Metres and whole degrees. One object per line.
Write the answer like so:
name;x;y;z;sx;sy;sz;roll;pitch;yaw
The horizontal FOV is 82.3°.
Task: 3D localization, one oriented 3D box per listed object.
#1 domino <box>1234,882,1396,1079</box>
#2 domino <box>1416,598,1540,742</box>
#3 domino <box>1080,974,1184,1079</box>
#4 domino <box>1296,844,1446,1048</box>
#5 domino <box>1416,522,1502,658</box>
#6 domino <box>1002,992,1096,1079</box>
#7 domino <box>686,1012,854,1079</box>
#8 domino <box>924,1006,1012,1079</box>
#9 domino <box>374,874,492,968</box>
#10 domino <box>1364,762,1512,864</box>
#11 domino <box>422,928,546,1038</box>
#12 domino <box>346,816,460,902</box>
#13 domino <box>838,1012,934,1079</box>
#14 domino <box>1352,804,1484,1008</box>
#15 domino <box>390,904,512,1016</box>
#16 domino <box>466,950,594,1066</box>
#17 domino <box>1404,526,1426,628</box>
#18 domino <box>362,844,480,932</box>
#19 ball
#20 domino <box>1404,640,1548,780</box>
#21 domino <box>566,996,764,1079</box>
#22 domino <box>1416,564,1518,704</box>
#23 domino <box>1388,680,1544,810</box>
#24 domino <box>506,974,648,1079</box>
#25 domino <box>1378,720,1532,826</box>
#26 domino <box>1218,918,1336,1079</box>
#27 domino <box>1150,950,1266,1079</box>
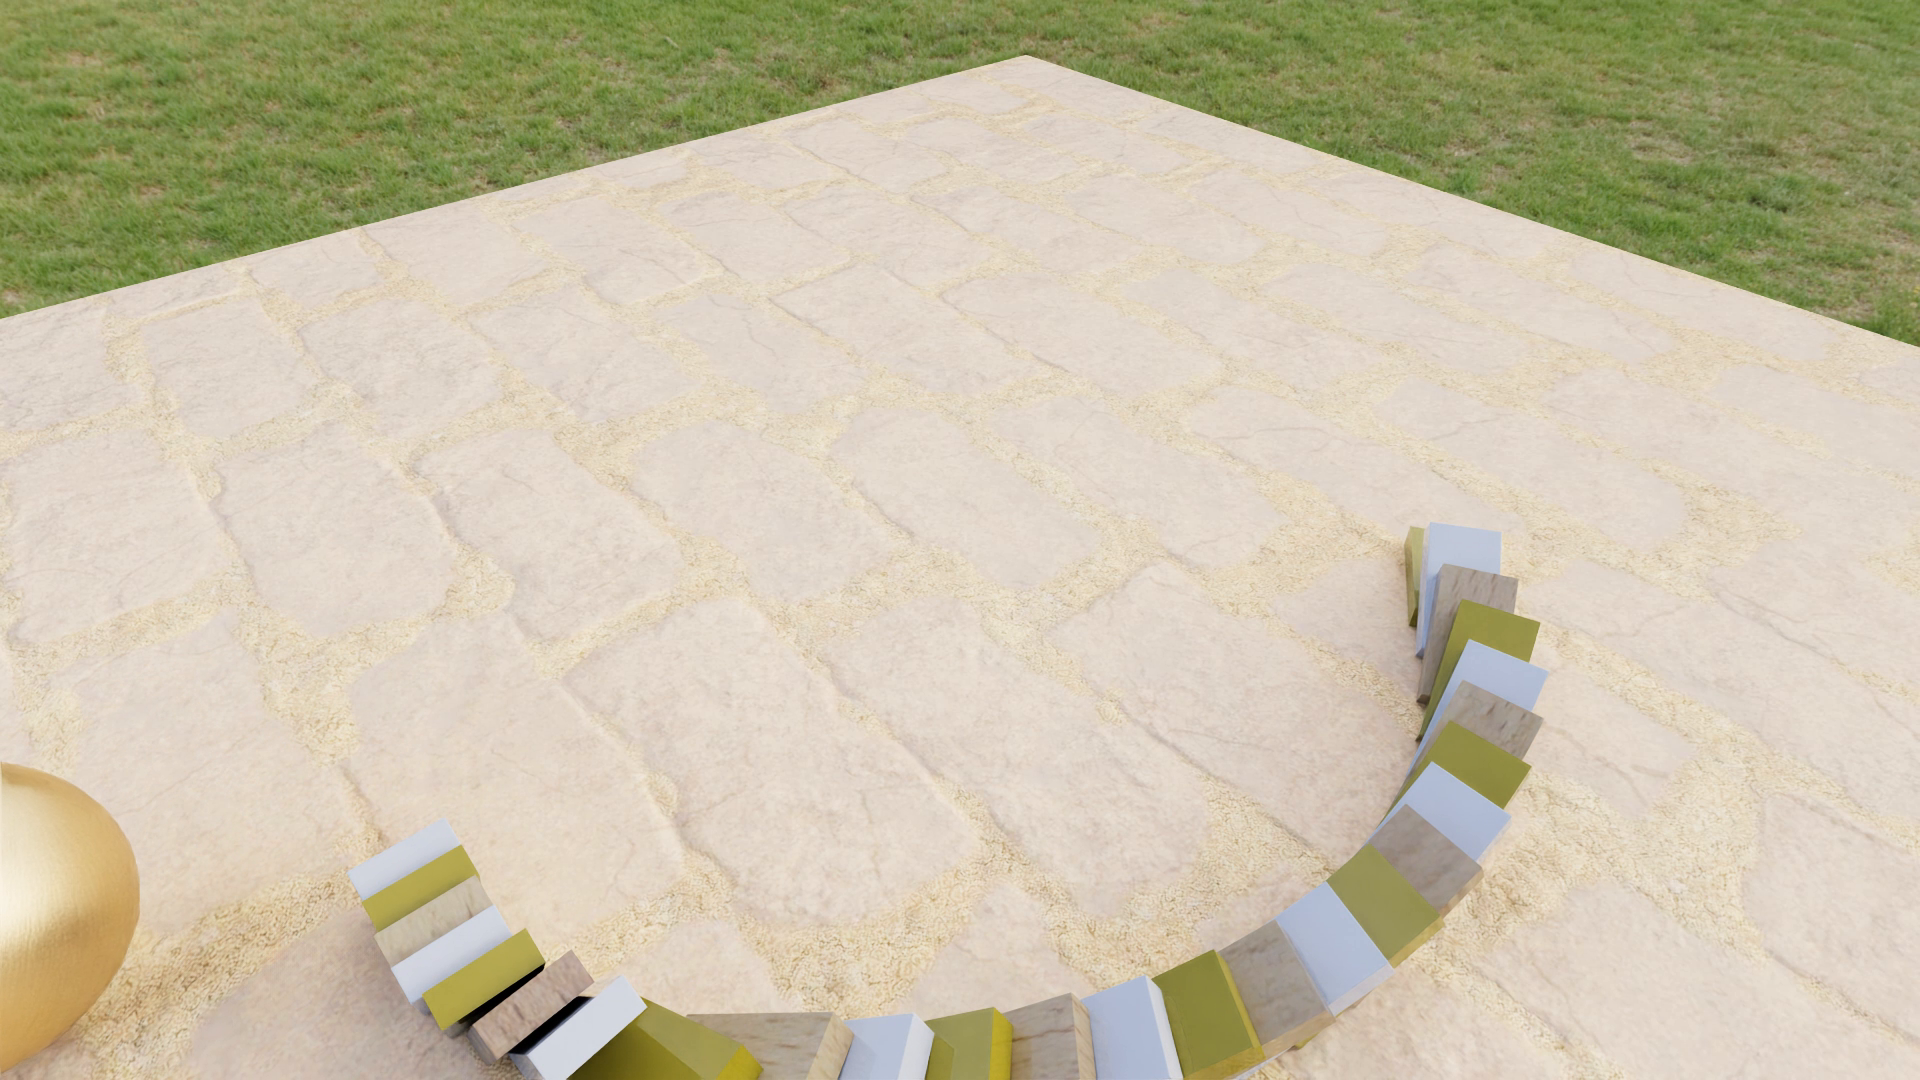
domino;0.083;0.114;0.285;0.050;0.010;0.025;-37;44;4
domino;0.173;0.047;0.367;0.025;0.010;0.050;19;73;21
domino;0.027;0.128;0.268;0.050;0.009;0.025;-27;37;15
domino;0.100;0.108;0.293;0.050;0.010;0.025;-41;47;0
domino;0.182;0.020;0.401;0.025;0.009;0.050;9;68;12
domino;0.008;0.130;0.266;0.050;0.009;0.025;-25;36;18
domino;-0.052;0.129;0.267;0.050;0.009;0.025;-16;30;31
domino;-0.012;0.131;0.265;0.050;0.009;0.025;-21;34;22
domino;-0.136;0.103;0.288;0.025;0.050;0.010;-30;79;-31
domino;0.130;0.091;0.313;0.050;0.009;0.025;-48;53;-6
domino;-0.119;0.112;0.276;0.025;0.050;0.009;-30;79;-31
domino;-0.150;0.092;0.301;0.025;0.050;0.010;-30;79;-31
domino;-0.032;0.131;0.265;0.050;0.009;0.025;-19;32;27
domino;0.116;0.100;0.302;0.050;0.009;0.025;-44;50;-3
domino;-0.129;0.108;0.281;0.025;0.050;0.010;-30;79;-31
domino;-0.107;0.116;0.272;0.025;0.050;0.010;-34;83;-35
domino;0.187;0.015;0.425;0.025;0.009;0.050;10;40;12
domino;-0.143;0.097;0.295;0.025;0.050;0.009;-30;79;-31
ball;-0.252;0.095;0.272;0.080;0.080;0.080;0;39;0
domino;0.165;0.060;0.352;0.025;0.009;0.050;24;75;26
domino;-0.073;0.129;0.266;0.050;0.009;0.025;-4;33;45
domino;0.177;0.035;0.384;0.025;0.009;0.050;13;68;15
domino;0.155;0.071;0.338;0.025;0.009;0.050;28;77;30
domino;-0.094;0.120;0.268;0.025;0.050;0.009;-36;87;-35
domino;0.143;0.081;0.325;0.025;0.010;0.050;32;79;33
domino;0.065;0.120;0.277;0.050;0.009;0.025;-33;41;8
domino;0.047;0.125;0.272;0.050;0.010;0.025;-30;39;11
